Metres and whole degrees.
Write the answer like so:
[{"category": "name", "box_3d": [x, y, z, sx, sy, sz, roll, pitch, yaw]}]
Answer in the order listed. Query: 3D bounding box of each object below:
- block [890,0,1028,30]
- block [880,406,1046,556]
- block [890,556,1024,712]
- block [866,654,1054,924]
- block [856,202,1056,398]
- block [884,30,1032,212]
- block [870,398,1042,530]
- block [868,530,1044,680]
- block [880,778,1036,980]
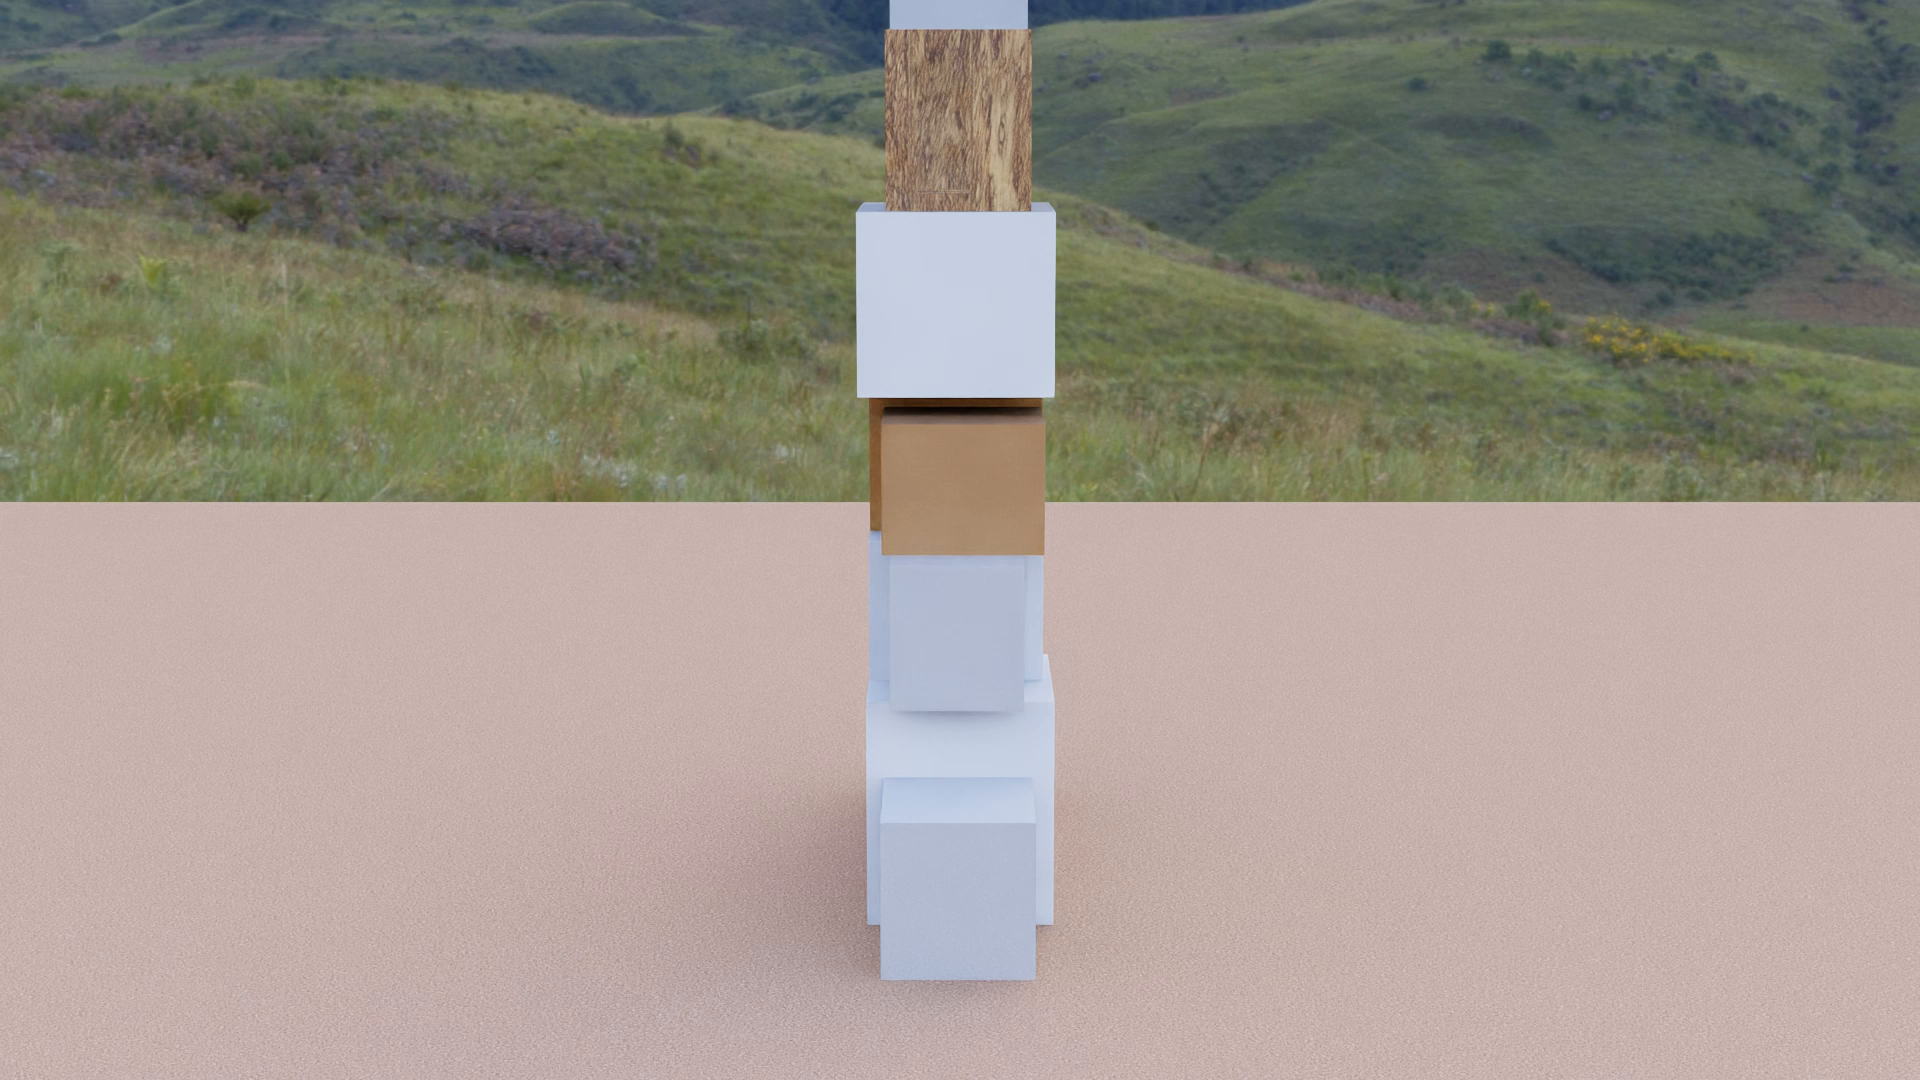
[{"category": "block", "box_3d": [-0.005, -2.374, 10.749, 0.565, 0.470, 0.578, 0, 10, 0]}, {"category": "block", "box_3d": [0.012, -0.255, 10.770, 0.671, 0.542, 0.568, 0, 10, 0]}, {"category": "block", "box_3d": [-0.012, 0.353, 10.604, 0.543, 0.594, 0.537, 0, 10, 0]}, {"category": "block", "box_3d": [0.001, 1.058, 11.068, 0.777, 0.959, 0.874, 0, 10, 0]}, {"category": "block", "box_3d": [-0.017, -1.041, 10.991, 0.819, 0.764, 0.821, 0, 10, 0]}, {"category": "block", "box_3d": [-0.007, -1.780, 10.857, 0.601, 0.737, 0.668, 0, 10, 0]}, {"category": "block", "box_3d": [-0.018, -0.411, 11.400, 0.744, 0.623, 0.707, 0, 10, 0]}, {"category": "block", "box_3d": [-0.017, 0.236, 11.245, 0.740, 0.595, 0.745, 0, 10, 0]}, {"category": "block", "box_3d": [-0.007, 1.354, 10.334, 0.607, 0.639, 0.656, 0, 10, 0]}]
